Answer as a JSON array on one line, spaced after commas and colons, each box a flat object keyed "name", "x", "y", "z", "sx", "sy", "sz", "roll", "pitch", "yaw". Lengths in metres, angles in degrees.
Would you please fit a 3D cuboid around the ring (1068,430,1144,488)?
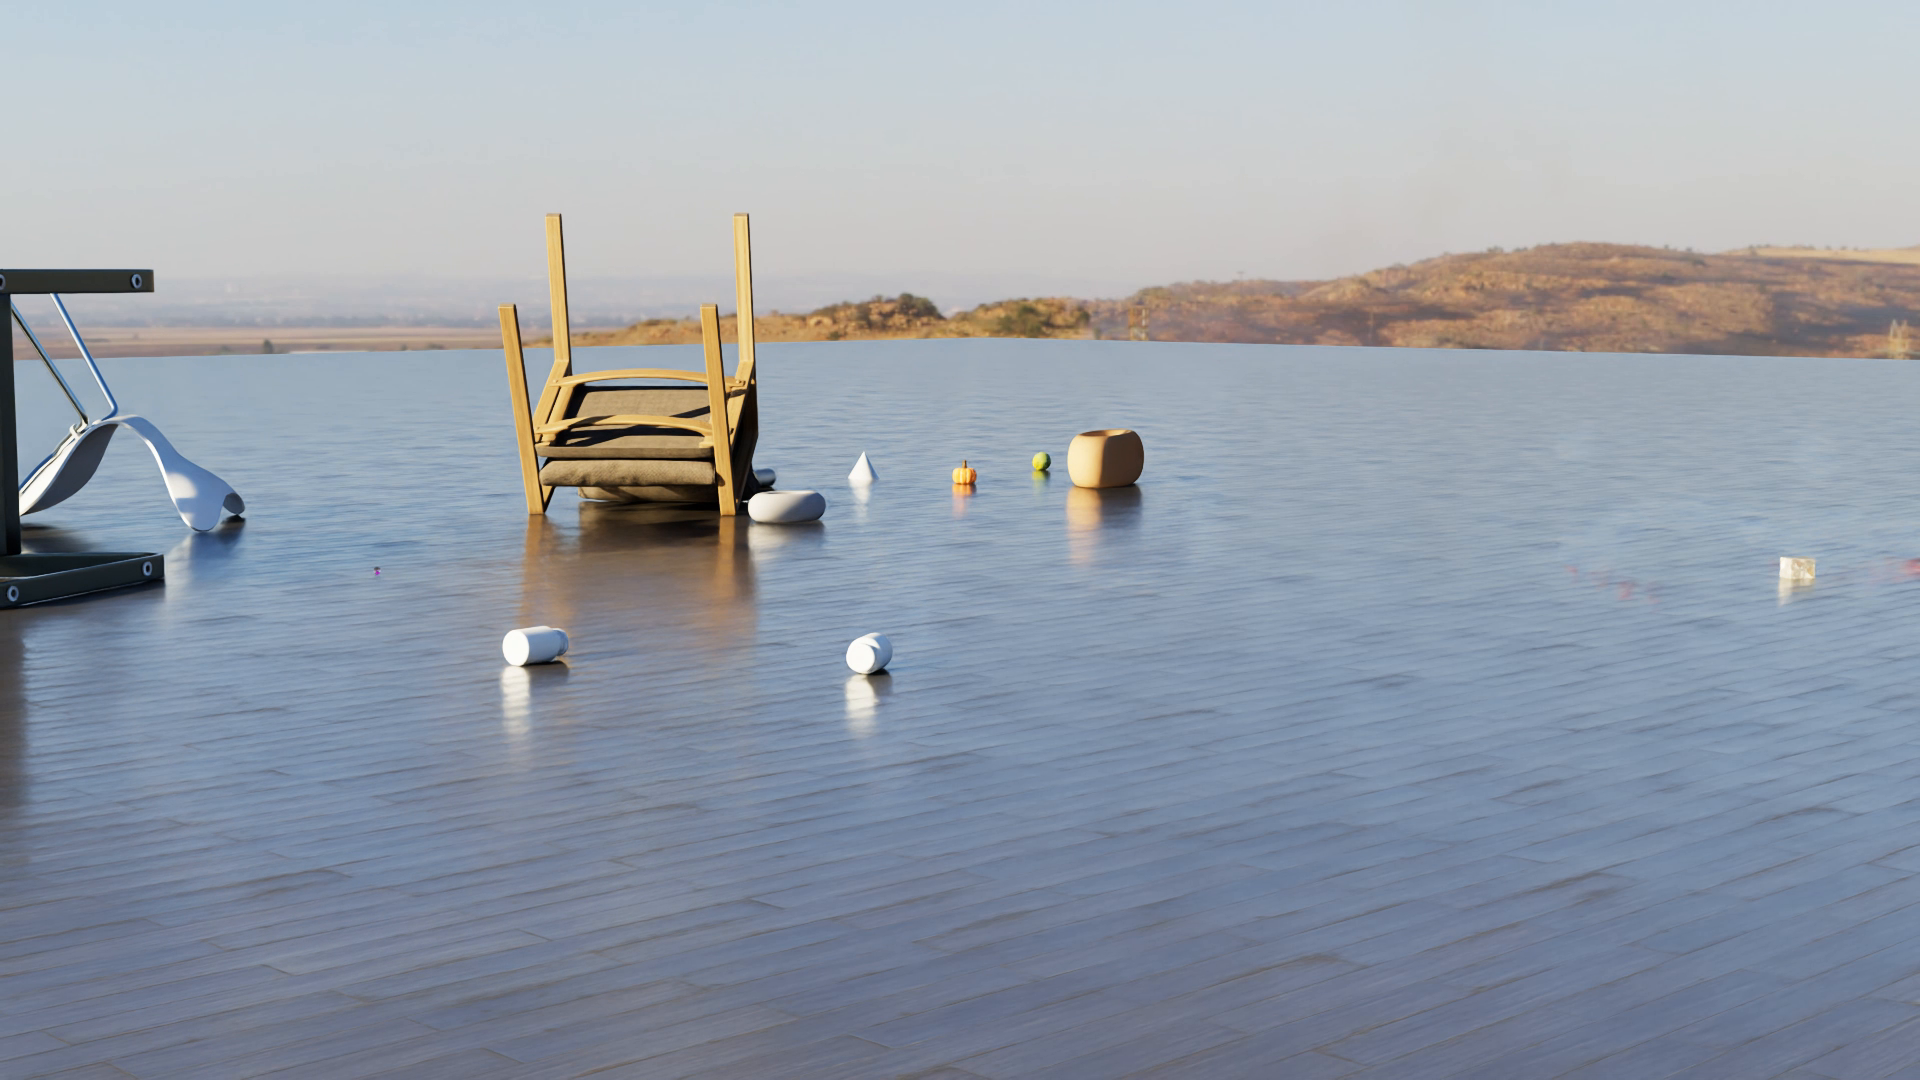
[{"name": "ring", "x": 0.464, "y": -0.259, "z": 8.143, "sx": 0.223, "sy": 0.164, "sz": 0.461, "roll": 0, "pitch": 7, "yaw": 17}]

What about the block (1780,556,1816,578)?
[{"name": "block", "x": 1.833, "y": 0.060, "z": 5.615, "sx": 0.060, "sy": 0.043, "sz": 0.041, "roll": -2, "pitch": 6, "yaw": -16}]

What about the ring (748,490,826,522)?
[{"name": "ring", "x": -0.466, "y": -0.090, "z": 6.912, "sx": 0.241, "sy": 0.078, "sz": 0.125, "roll": -4, "pitch": 8, "yaw": -39}]

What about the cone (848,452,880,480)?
[{"name": "cone", "x": -0.314, "y": -0.247, "z": 8.388, "sx": 0.104, "sy": 0.087, "sz": 0.177, "roll": -1, "pitch": 6, "yaw": -6}]
